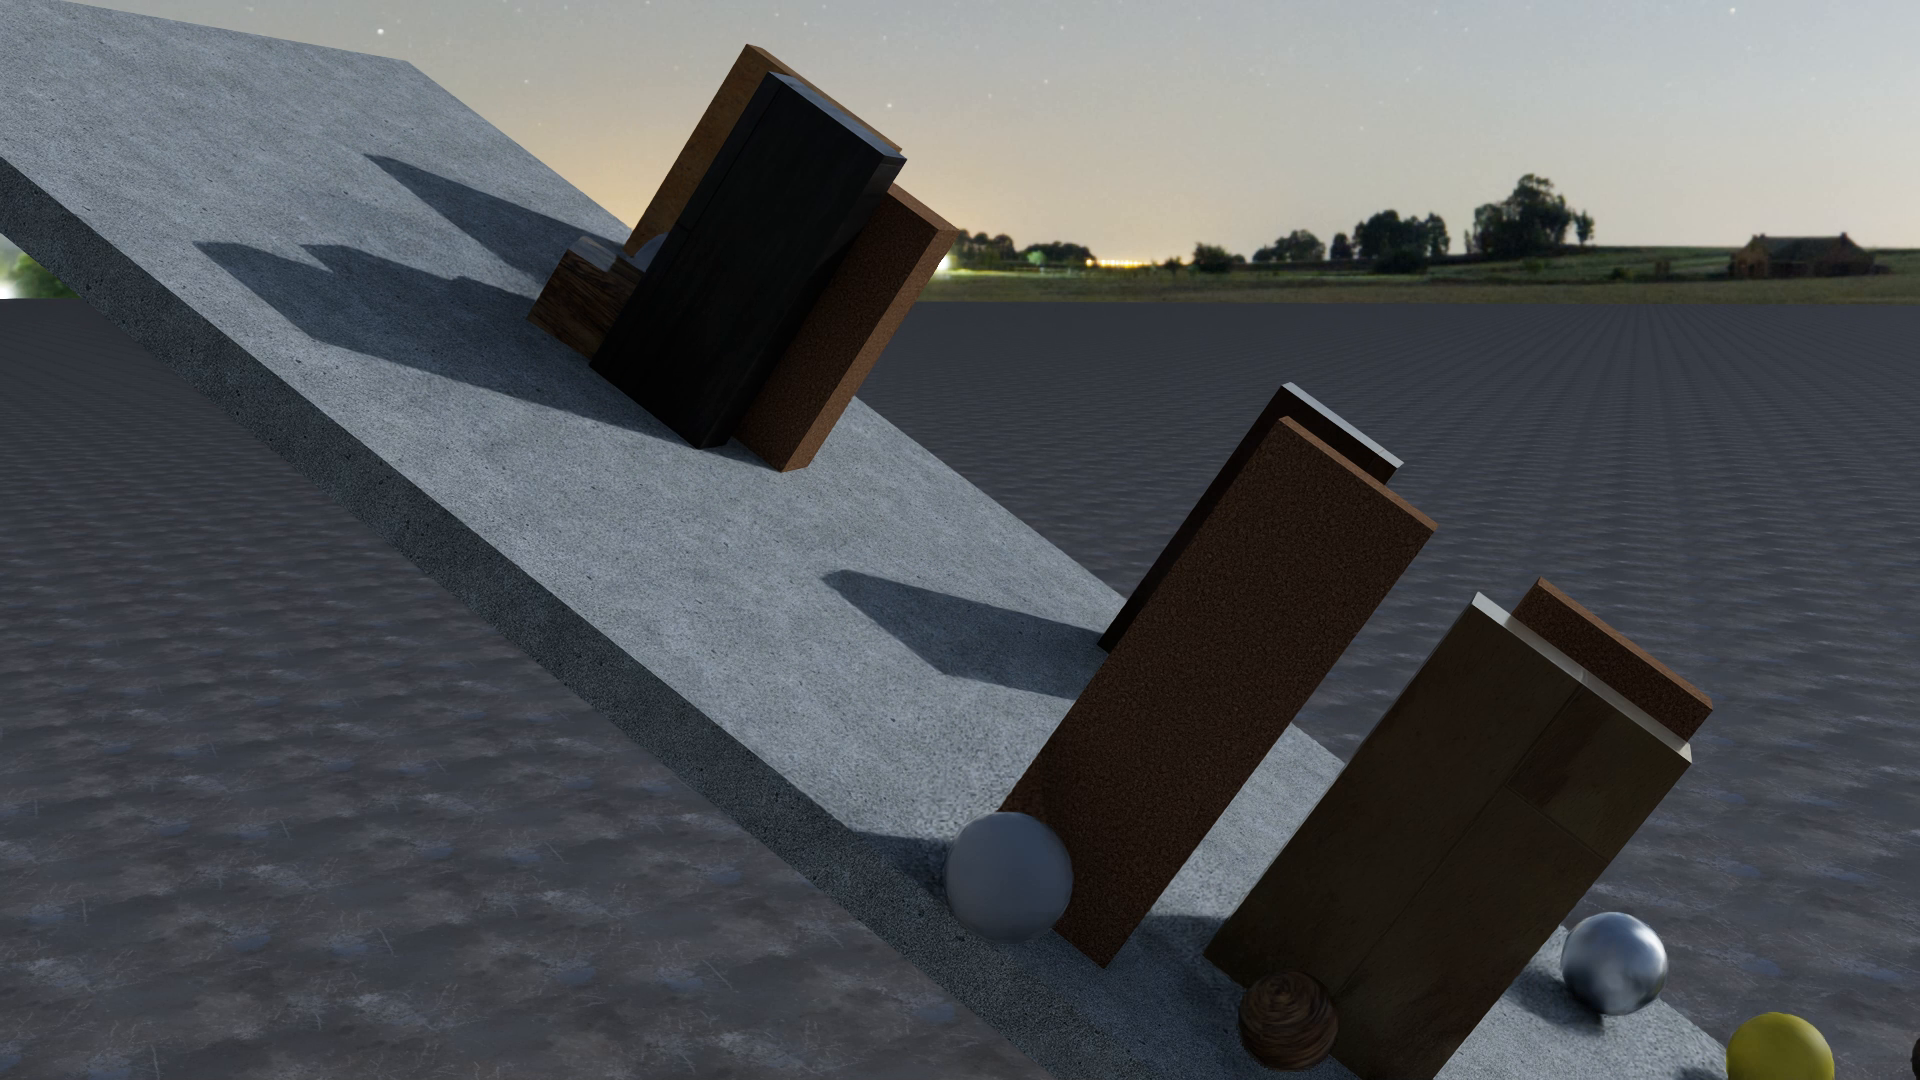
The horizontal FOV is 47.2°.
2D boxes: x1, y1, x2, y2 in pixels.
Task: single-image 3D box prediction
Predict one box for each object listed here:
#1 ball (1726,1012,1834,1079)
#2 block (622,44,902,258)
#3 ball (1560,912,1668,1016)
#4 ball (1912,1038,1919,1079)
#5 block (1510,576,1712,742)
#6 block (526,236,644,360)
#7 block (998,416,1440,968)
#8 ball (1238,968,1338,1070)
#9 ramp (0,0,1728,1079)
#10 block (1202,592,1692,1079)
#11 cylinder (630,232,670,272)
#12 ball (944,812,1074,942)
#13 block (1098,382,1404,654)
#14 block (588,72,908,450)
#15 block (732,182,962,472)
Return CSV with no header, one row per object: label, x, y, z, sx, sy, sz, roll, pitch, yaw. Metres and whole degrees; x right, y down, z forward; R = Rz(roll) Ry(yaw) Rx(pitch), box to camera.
ball,1.654,1.059,4.438,0.206,0.206,0.206,0,7,0
block,-0.450,-0.767,4.960,0.406,0.550,0.092,37,16,10
ball,1.298,0.841,4.365,0.204,0.204,0.204,0,7,0
ball,2.224,1.175,4.935,0.164,0.164,0.164,0,7,0
block,0.849,0.457,3.575,0.326,0.744,0.099,37,16,10
block,-0.712,-0.466,4.249,0.161,0.161,0.161,32,15,-8
block,0.334,0.223,3.130,0.259,0.793,0.083,37,16,10
ball,0.471,0.688,3.156,0.143,0.143,0.143,0,7,0
ramp,-0.098,0.172,4.085,4.000,0.100,2.000,37,16,10
block,0.739,0.479,3.376,0.386,0.696,0.135,37,16,10
cylinder,-0.566,-0.511,4.611,0.204,0.204,0.204,-4,36,-32
ball,0.067,0.463,3.021,0.178,0.178,0.178,0,7,0
block,0.590,0.030,4.496,0.281,0.657,0.129,37,16,10
block,-0.400,-0.517,4.114,0.272,0.654,0.129,37,16,10
block,-0.341,-0.492,4.320,0.426,0.570,0.145,37,16,10
